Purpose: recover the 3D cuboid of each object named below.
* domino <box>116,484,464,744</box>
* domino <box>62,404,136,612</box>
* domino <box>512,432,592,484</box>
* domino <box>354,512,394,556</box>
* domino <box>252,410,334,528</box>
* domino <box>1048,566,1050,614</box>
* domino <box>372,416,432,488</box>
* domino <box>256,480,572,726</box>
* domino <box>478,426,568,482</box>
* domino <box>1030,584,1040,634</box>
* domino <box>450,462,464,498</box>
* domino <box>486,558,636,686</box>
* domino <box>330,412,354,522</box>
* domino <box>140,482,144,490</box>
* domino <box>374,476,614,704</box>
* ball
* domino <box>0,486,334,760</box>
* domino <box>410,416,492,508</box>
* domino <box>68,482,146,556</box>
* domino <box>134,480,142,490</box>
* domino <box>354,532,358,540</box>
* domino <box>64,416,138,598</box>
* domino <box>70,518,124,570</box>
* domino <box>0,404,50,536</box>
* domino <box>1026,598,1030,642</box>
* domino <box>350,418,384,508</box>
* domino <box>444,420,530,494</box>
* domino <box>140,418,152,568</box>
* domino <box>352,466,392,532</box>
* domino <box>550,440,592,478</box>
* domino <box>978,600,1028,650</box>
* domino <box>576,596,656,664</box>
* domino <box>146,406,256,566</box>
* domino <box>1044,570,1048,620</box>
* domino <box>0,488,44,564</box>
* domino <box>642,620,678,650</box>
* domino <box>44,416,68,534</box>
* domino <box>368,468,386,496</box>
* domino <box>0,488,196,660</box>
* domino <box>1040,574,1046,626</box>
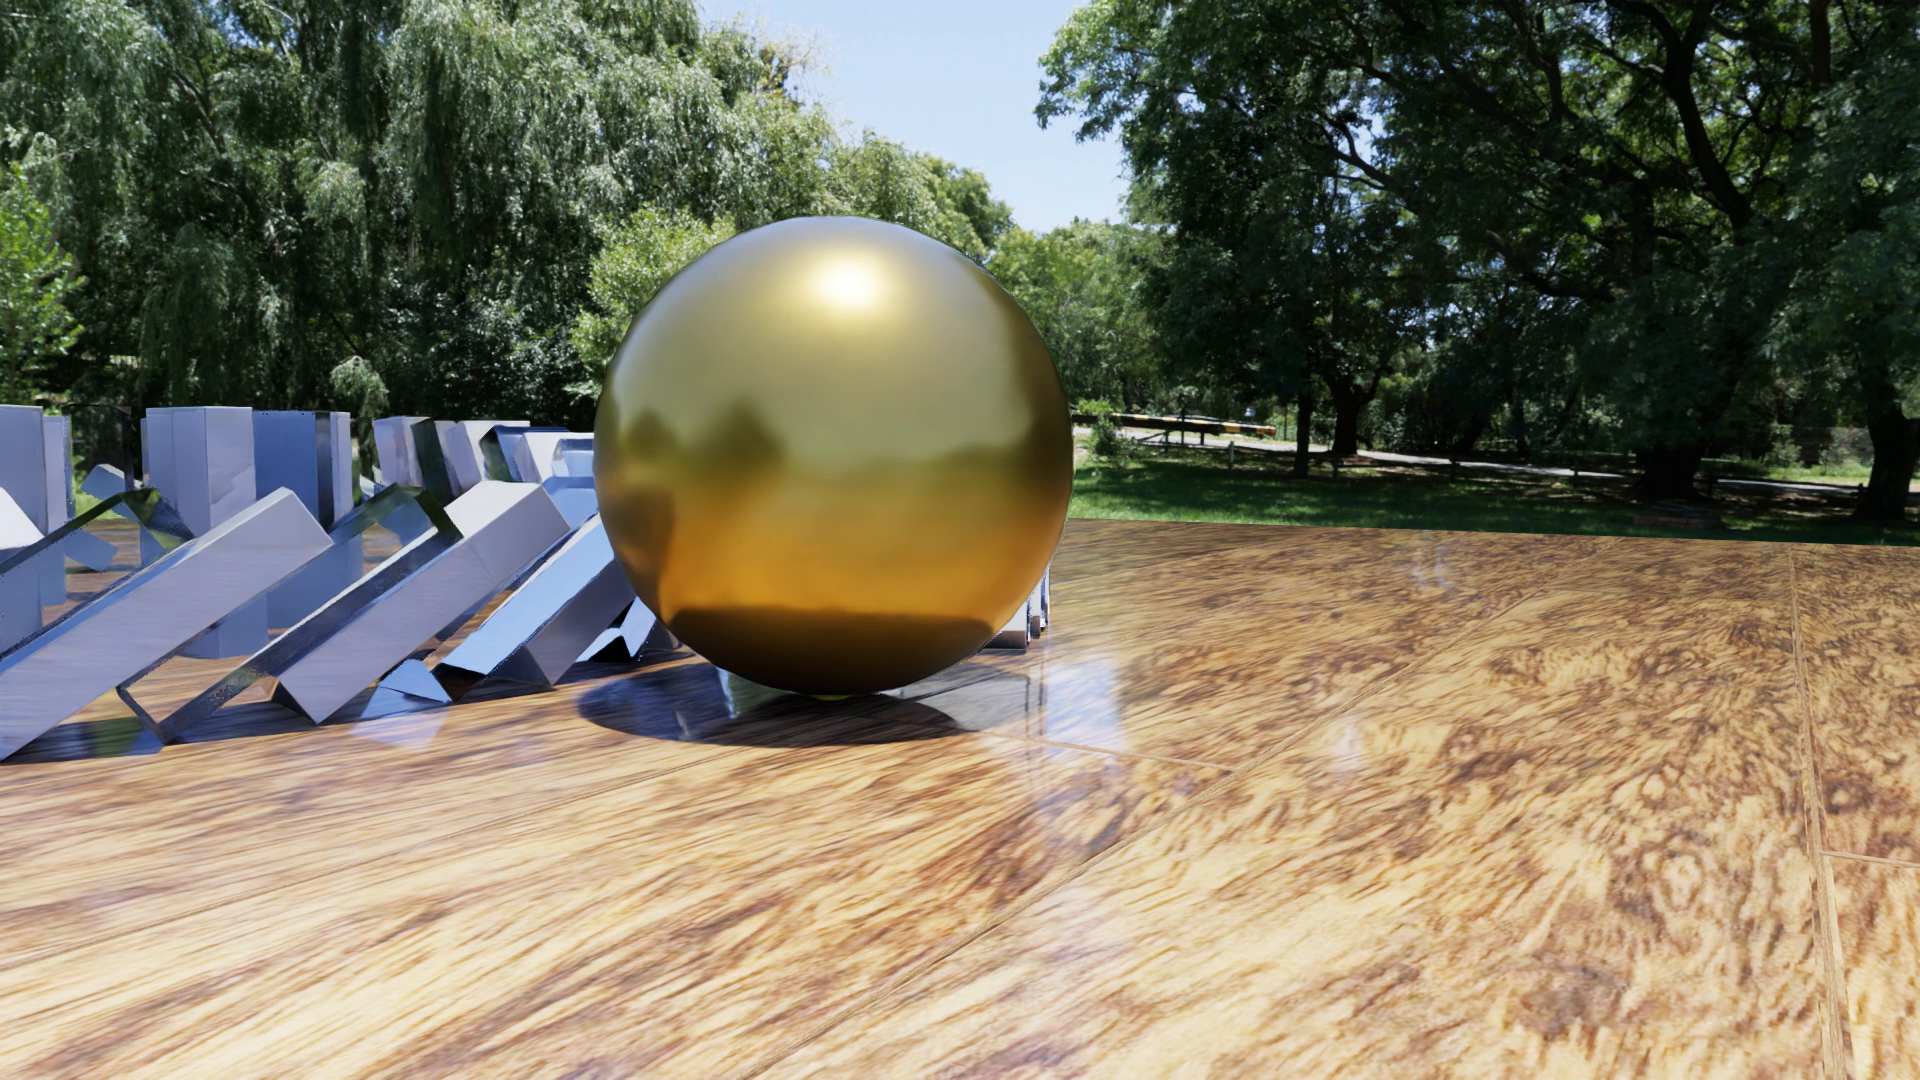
[{"bbox_3d":[-0.105,0.010,0.201,0.050,0.010,0.025,-41,25,-26],"label":"domino"},{"bbox_3d":[-0.172,-0.002,0.257,0.010,0.050,0.025,-3,5,-38],"label":"domino"},{"bbox_3d":[-0.110,-0.009,0.376,0.025,0.050,0.010,-4,-31,-46],"label":"domino"},{"bbox_3d":[-0.230,-0.011,0.477,0.050,0.009,0.025,33,-2,-11],"label":"domino"},{"bbox_3d":[-0.155,-0.004,0.288,0.025,0.050,0.009,-1,4,-7],"label":"domino"},{"bbox_3d":[0.010,-0.005,0.331,0.025,0.050,0.010,0,-31,3],"label":"domino"},{"bbox_3d":[-0.167,-0.013,0.398,0.010,0.050,0.025,-9,3,5],"label":"domino"},{"bbox_3d":[-0.092,0.009,0.214,0.025,0.010,0.050,5,40,48],"label":"domino"},{"bbox_3d":[-0.123,-0.010,0.385,0.009,0.050,0.025,-35,-17,34],"label":"domino"},{"bbox_3d":[0.006,-0.003,0.296,0.025,0.050,0.009,0,-28,3],"label":"domino"},{"bbox_3d":[-0.176,-0.012,0.487,0.050,0.010,0.025,34,6,1],"label":"domino"},{"bbox_3d":[-0.073,0.006,0.246,0.025,0.010,0.050,3,40,32],"label":"domino"},{"bbox_3d":[-0.159,-0.005,0.306,0.025,0.050,0.010,-1,4,-9],"label":"domino"},{"bbox_3d":[-0.265,-0.010,0.463,0.050,0.010,0.025,34,-8,-20],"label":"domino"},{"bbox_3d":[-0.081,0.007,0.230,0.025,0.010,0.050,4,40,38],"label":"domino"},{"bbox_3d":[-0.021,-0.014,0.217,0.080,0.080,0.080,0,4,0],"label":"ball"},{"bbox_3d":[-0.119,0.011,0.189,0.050,0.010,0.025,-39,22,-23],"label":"domino"},{"bbox_3d":[-0.151,-0.013,0.397,0.009,0.050,0.025,-16,-2,22],"label":"domino"},{"bbox_3d":[-0.296,-0.008,0.442,0.050,0.010,0.025,37,-16,-30],"label":"domino"},{"bbox_3d":[-0.281,-0.009,0.453,0.050,0.010,0.025,35,-12,-24],"label":"domino"},{"bbox_3d":[-0.248,-0.010,0.470,0.050,0.009,0.025,33,-6,-16],"label":"domino"},{"bbox_3d":[-0.245,-0.010,0.364,0.025,0.050,0.010,3,5,35],"label":"domino"},{"bbox_3d":[-0.309,-0.007,0.428,0.025,0.010,0.050,5,-27,49],"label":"domino"},{"bbox_3d":[-0.189,-0.001,0.249,0.010,0.050,0.025,-1,4,-10],"label":"domino"},{"bbox_3d":[0.003,-0.003,0.285,0.025,0.050,0.010,0,-27,4],"label":"domino"},{"bbox_3d":[-0.182,-0.012,0.397,0.010,0.050,0.025,-2,4,-5],"label":"domino"},{"bbox_3d":[-0.137,-0.012,0.392,0.009,0.050,0.025,-24,-9,29],"label":"domino"},{"bbox_3d":[-0.233,-0.011,0.378,0.010,0.050,0.025,-4,6,-40],"label":"domino"},{"bbox_3d":[-0.213,-0.011,0.481,0.050,0.010,0.025,33,-1,-9],"label":"domino"},{"bbox_3d":[-0.097,-0.007,0.365,0.025,0.050,0.010,-3,-36,-36],"label":"domino"},{"bbox_3d":[0.002,-0.002,0.274,0.025,0.050,0.010,0,-27,4],"label":"domino"},{"bbox_3d":[-0.072,0.004,0.267,0.025,0.010,0.050,1,41,12],"label":"domino"},{"bbox_3d":[-0.159,-0.003,0.271,0.025,0.050,0.010,3,5,34],"label":"domino"},{"bbox_3d":[0.009,-0.005,0.318,0.025,0.050,0.010,0,-28,3],"label":"domino"},{"bbox_3d":[-0.151,0.012,0.168,0.050,0.009,0.025,-36,10,-7],"label":"domino"},{"bbox_3d":[-0.068,0.003,0.283,0.025,0.010,0.050,1,41,12],"label":"domino"},{"bbox_3d":[-0.254,-0.009,0.348,0.025,0.050,0.010,2,5,25],"label":"domino"},{"bbox_3d":[-0.194,-0.011,0.485,0.050,0.009,0.025,33,3,-3],"label":"domino"},{"bbox_3d":[-0.135,0.011,0.178,0.050,0.009,0.025,-37,17,-16],"label":"domino"},{"bbox_3d":[0.008,-0.004,0.307,0.025,0.050,0.009,0,-28,3],"label":"domino"}]
